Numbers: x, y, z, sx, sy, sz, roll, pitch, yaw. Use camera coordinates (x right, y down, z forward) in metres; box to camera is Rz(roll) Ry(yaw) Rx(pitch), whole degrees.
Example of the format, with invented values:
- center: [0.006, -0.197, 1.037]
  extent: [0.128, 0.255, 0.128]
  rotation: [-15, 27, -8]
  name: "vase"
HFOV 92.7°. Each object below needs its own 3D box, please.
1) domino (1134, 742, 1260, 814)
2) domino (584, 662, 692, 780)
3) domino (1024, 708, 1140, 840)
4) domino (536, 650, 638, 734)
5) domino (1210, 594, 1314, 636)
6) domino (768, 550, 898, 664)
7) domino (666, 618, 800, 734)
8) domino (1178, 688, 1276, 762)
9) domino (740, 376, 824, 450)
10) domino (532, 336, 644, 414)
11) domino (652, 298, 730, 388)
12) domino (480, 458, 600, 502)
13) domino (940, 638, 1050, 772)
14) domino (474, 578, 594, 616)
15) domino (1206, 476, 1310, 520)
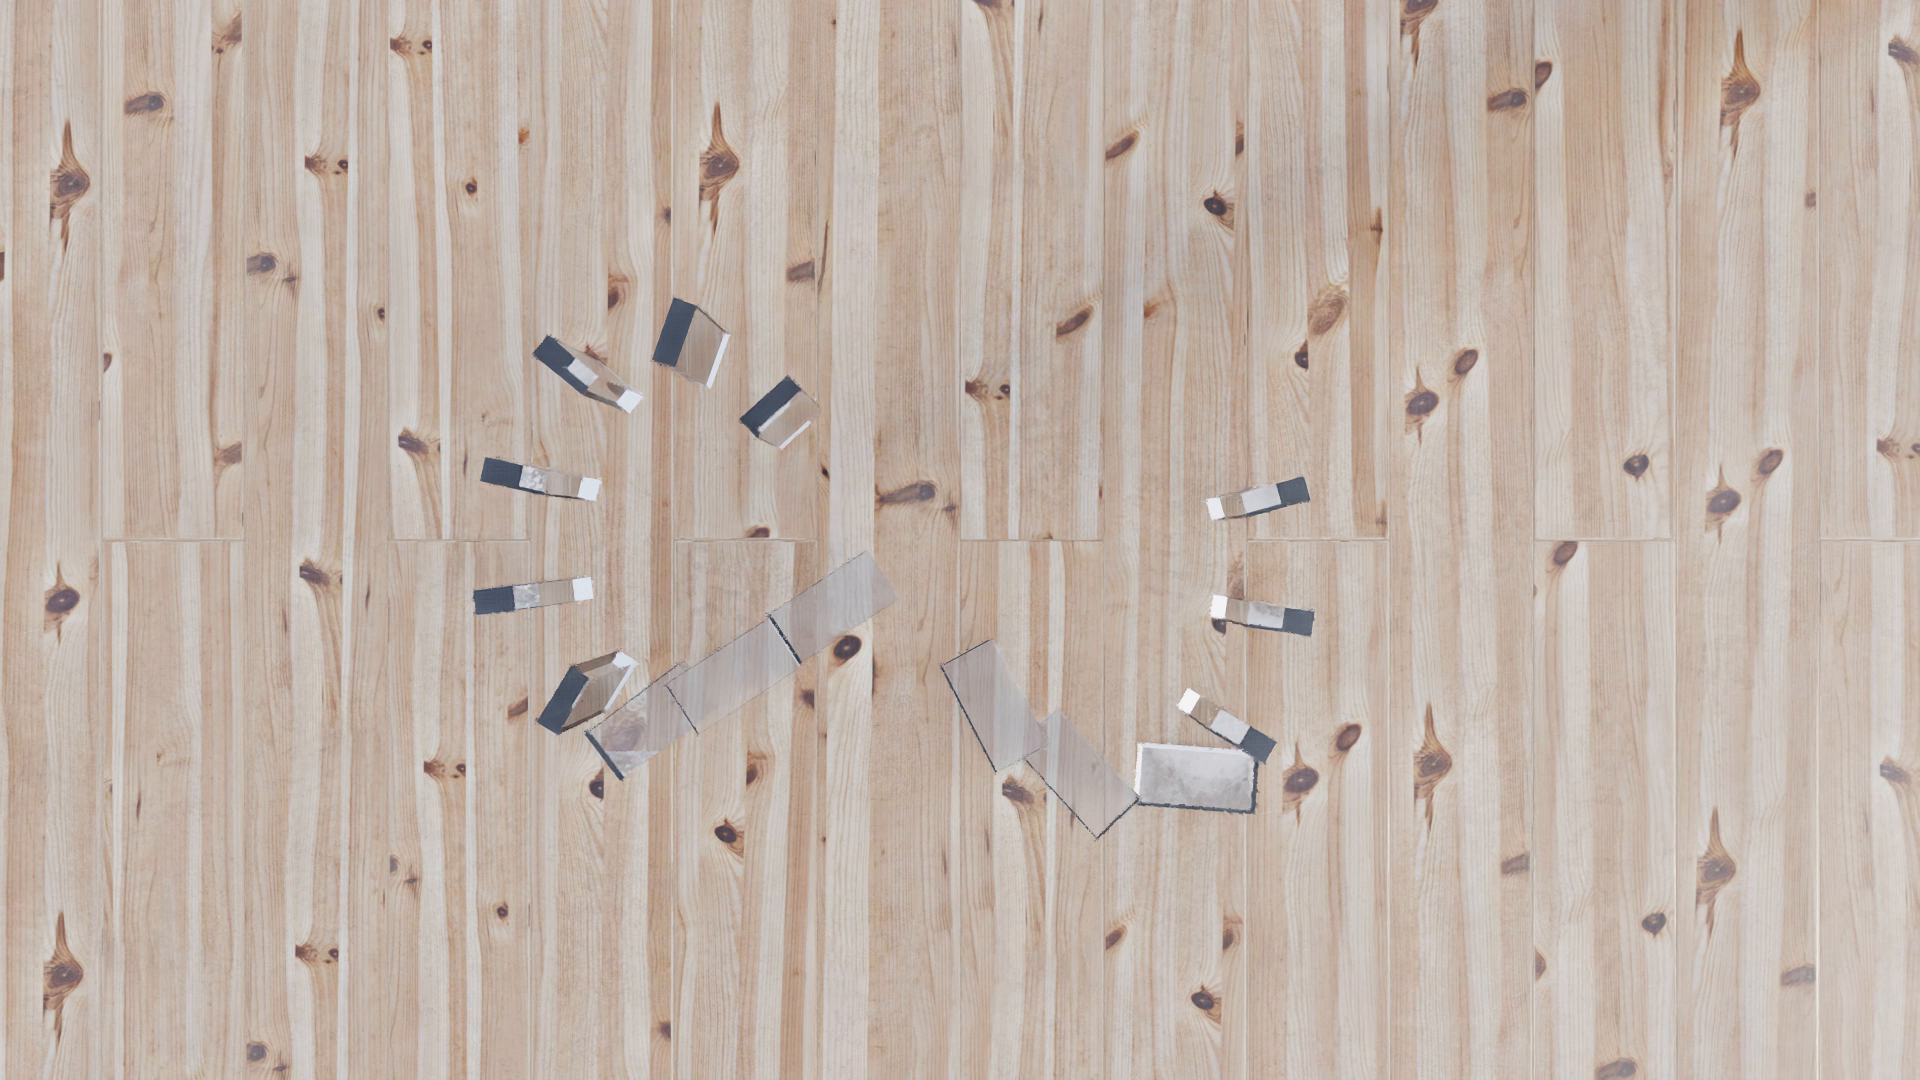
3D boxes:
- center: [0.102, 0.103, 0.395]
  extent: [0.050, 0.010, 0.025]
  rotation: [4, 90, 0]
  name: "domino"
- center: [-0.133, 0.078, 0.395]
  extent: [0.050, 0.009, 0.025]
  rotation: [-37, 90, 0]
  name: "domino"
- center: [0.050, 0.099, 0.391]
  extent: [0.025, 0.010, 0.050]
  rotation: [-43, 79, 0]
  name: "domino"
- center: [-0.151, 0.061, 0.375]
  extent: [0.009, 0.050, 0.025]
  rotation: [32, 90, 0]
  name: "domino"
- center: [0.122, 0.030, 0.375]
  extent: [0.025, 0.050, 0.010]
  rotation: [8, 90, 0]
  name: "domino"
- center: [-0.054, 0.029, 0.395]
  extent: [0.050, 0.010, 0.025]
  rotation: [-33, 90, 0]
  name: "domino"
- center: [-0.096, 0.058, 0.390]
  extent: [0.050, 0.009, 0.025]
  rotation: [-33, 90, -14]
  name: "domino"
- center: [0.108, 0.075, 0.375]
  extent: [0.025, 0.050, 0.010]
  rotation: [30, 90, 0]
  name: "domino"
- center: [-0.072, -0.051, 0.375]
  extent: [0.025, 0.050, 0.010]
  rotation: [-42, 90, 0]
  name: "domino"
- center: [-0.151, -0.067, 0.375]
  extent: [0.025, 0.050, 0.010]
  rotation: [39, 90, 0]
  name: "domino"
- center: [-0.109, -0.079, 0.375]
  extent: [0.009, 0.050, 0.025]
  rotation: [19, 90, 0]
  name: "domino"
- center: [-0.170, -0.024, 0.375]
  extent: [0.025, 0.050, 0.010]
  rotation: [13, 90, 0]
  name: "domino"
- center: [0.015, 0.070, 0.390]
  extent: [0.025, 0.009, 0.050]
  rotation: [-29, 79, 3]
  name: "domino"
- center: [-0.173, 0.022, 0.375]
  extent: [0.025, 0.050, 0.010]
  rotation: [-7, 90, 0]
  name: "domino"
- center: [0.121, -0.016, 0.375]
  extent: [0.025, 0.050, 0.009]
  rotation: [-16, 90, 0]
  name: "domino"
